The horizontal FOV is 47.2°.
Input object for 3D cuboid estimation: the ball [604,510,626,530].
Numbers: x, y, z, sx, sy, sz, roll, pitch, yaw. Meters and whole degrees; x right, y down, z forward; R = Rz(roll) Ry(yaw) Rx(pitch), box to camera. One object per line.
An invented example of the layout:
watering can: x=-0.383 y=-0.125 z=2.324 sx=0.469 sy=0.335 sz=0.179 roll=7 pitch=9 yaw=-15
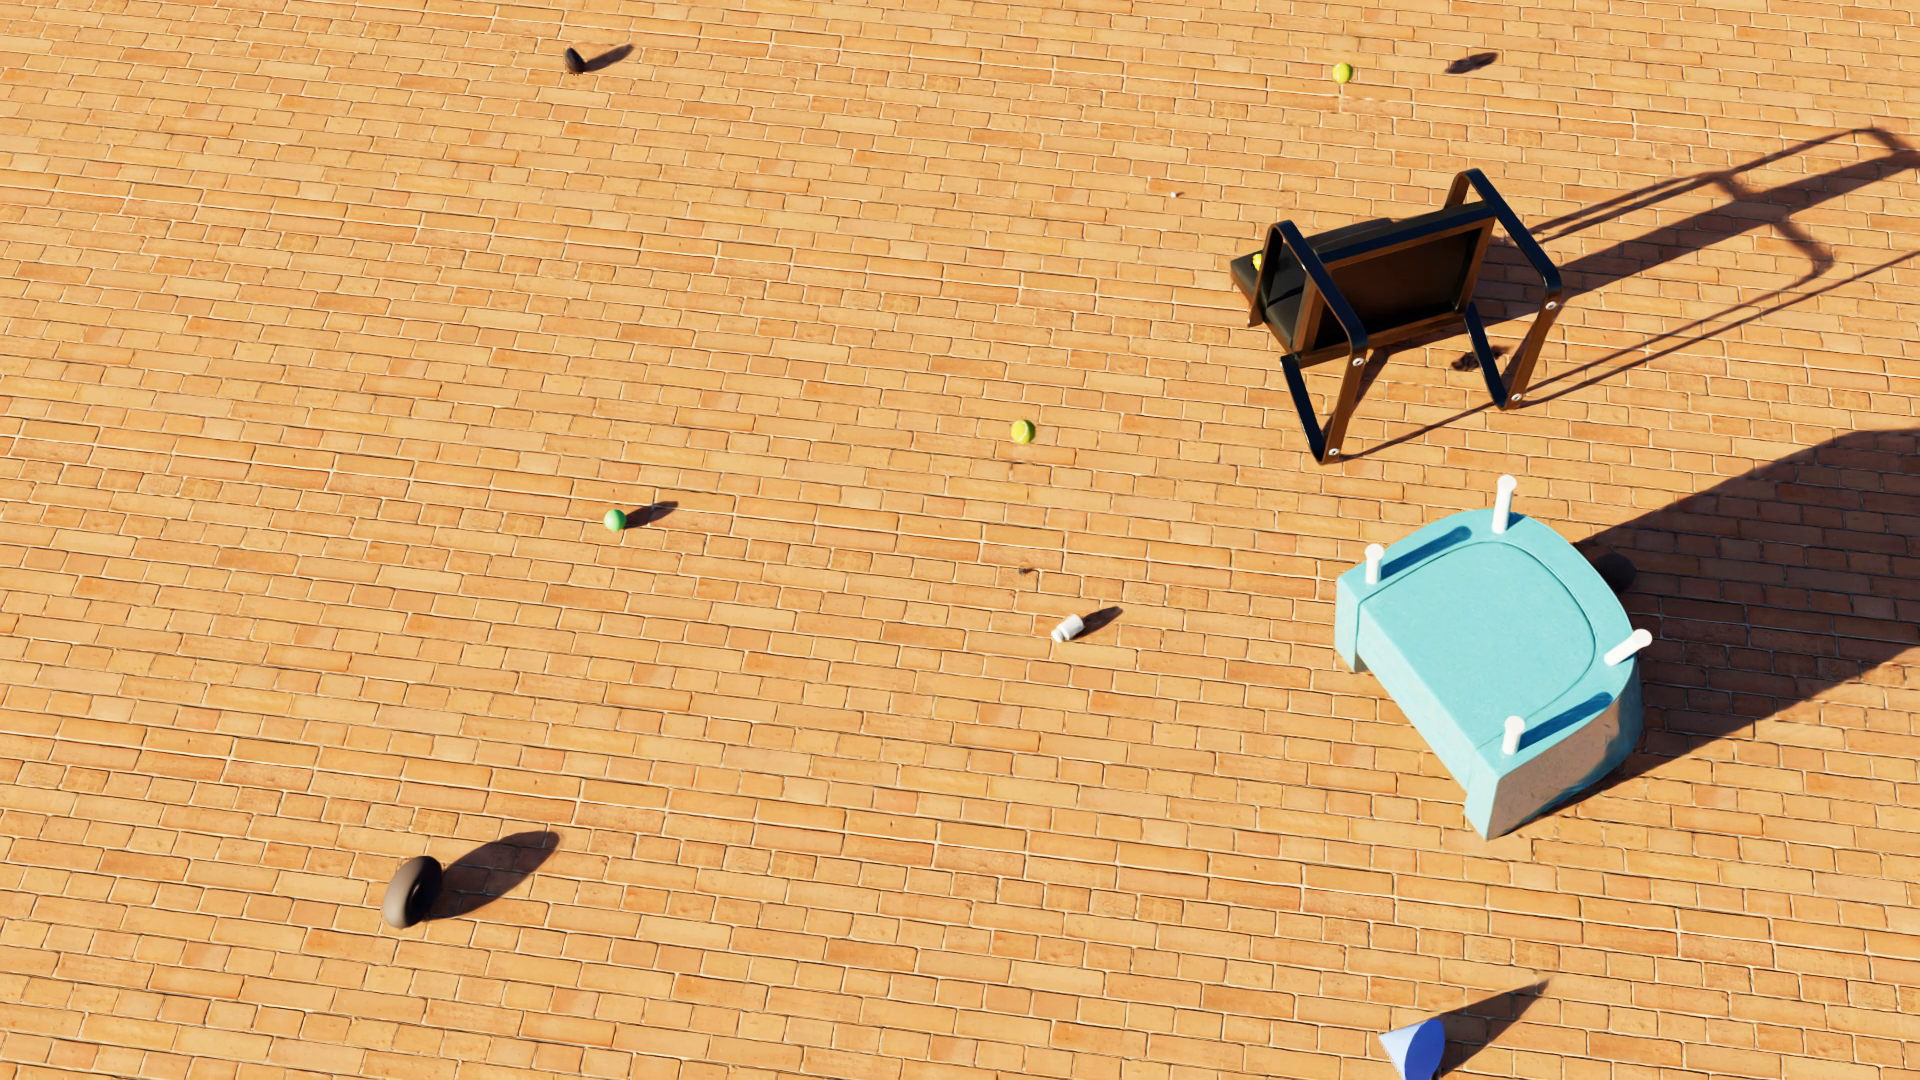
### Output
ball: x=-1.030 y=-0.060 z=6.575 sx=0.065 sy=0.065 sz=0.065 roll=0 pitch=56 yaw=0

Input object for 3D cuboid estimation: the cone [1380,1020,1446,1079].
cone: x=1.136 y=1.297 z=5.660 sx=0.145 sy=0.168 sz=0.187 roll=12 pitch=44 yaw=45

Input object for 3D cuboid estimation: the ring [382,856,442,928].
ring: x=-1.460 y=0.940 z=5.868 sx=0.095 sy=0.123 sz=0.210 roll=3 pitch=57 yaw=39
